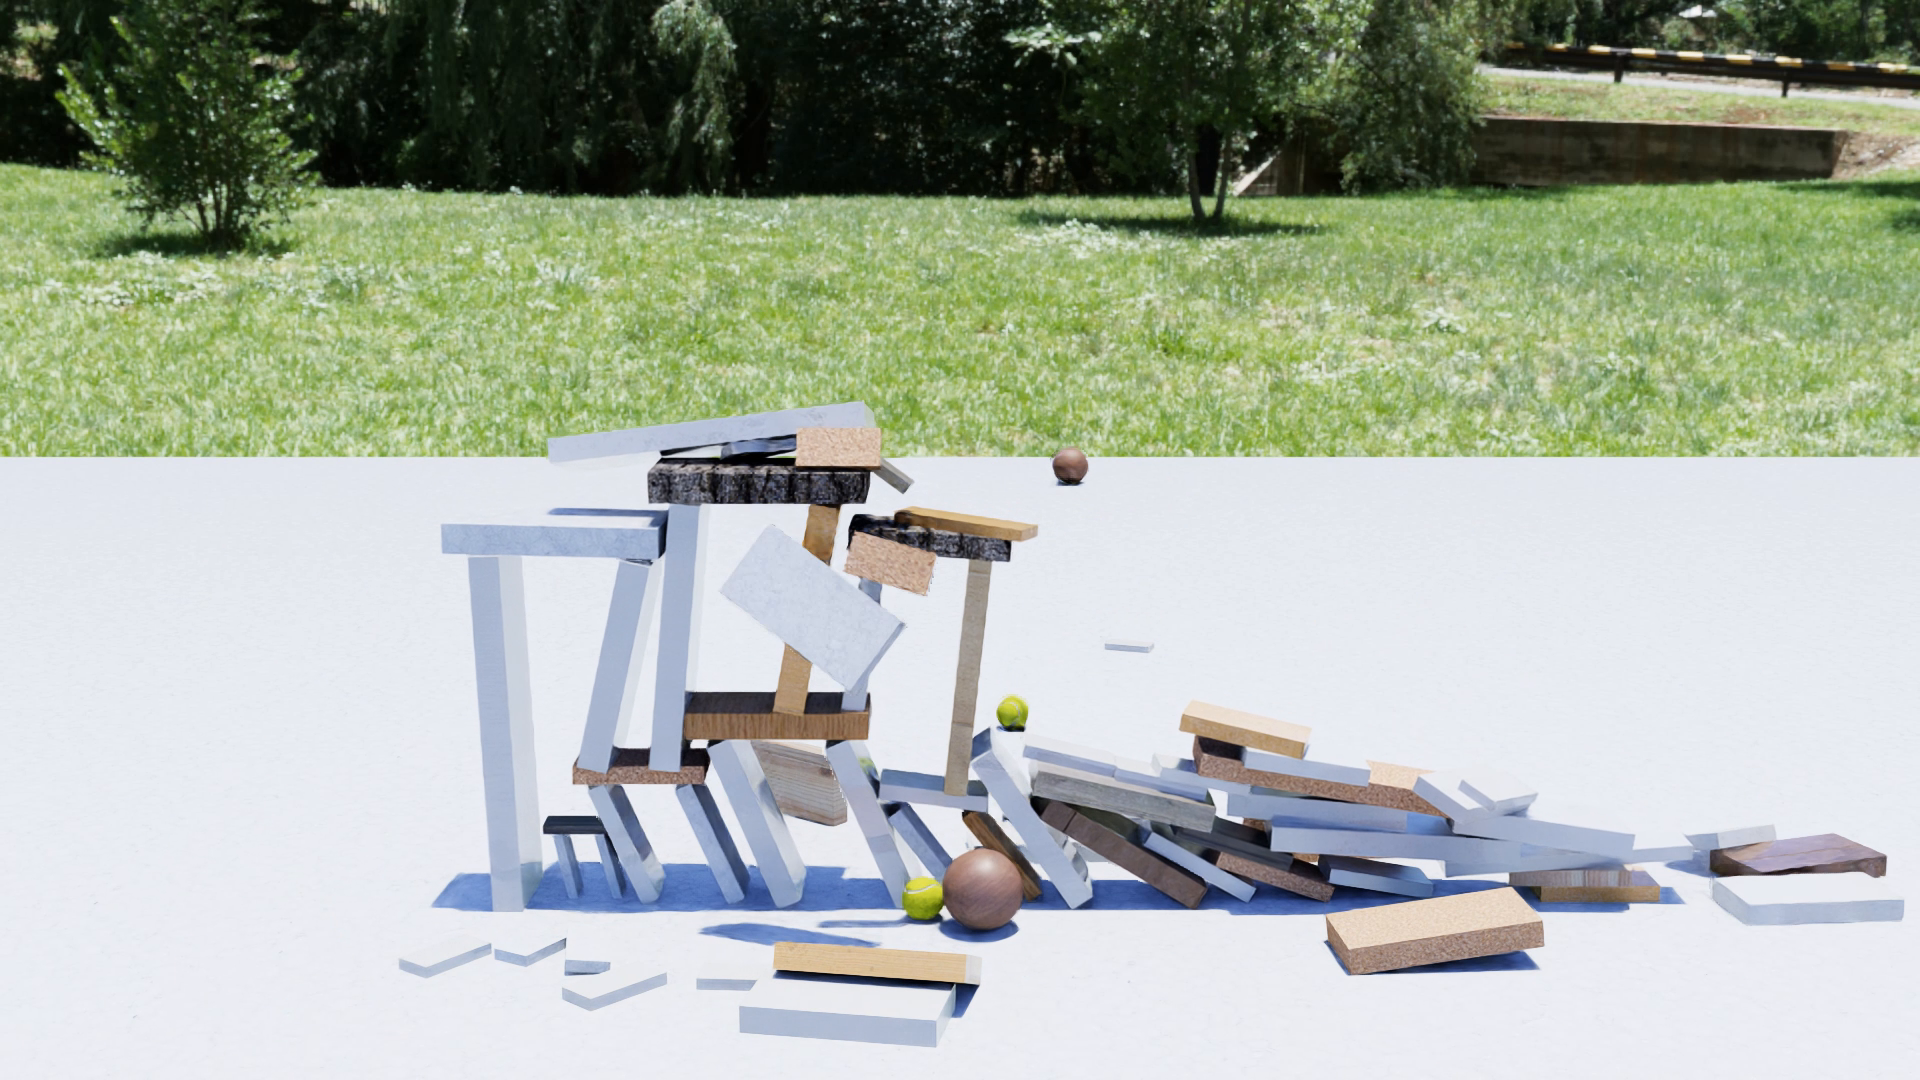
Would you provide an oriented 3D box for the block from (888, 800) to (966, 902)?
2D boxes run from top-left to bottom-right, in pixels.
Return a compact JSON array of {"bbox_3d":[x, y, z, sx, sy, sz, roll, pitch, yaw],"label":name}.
[{"bbox_3d":[-0.054,0.512,3.655,0.025,0.180,0.090,-36,8,6],"label":"block"}]

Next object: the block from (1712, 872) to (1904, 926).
[{"bbox_3d":[1.383,0.586,3.589,0.261,0.037,0.131,-1,11,-6],"label":"block"}]

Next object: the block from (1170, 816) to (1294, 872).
[{"bbox_3d":[0.447,0.493,3.649,0.199,0.028,0.099,18,10,-7],"label":"block"}]

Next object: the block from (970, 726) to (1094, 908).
[{"bbox_3d":[0.117,0.458,3.641,0.042,0.297,0.148,-34,9,6],"label":"block"}]

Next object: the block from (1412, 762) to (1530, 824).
[{"bbox_3d":[0.832,0.409,3.559,0.203,0.029,0.101,-2,29,-45],"label":"block"}]

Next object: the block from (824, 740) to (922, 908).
[{"bbox_3d":[-0.141,0.449,3.640,0.042,0.294,0.147,-23,10,4],"label":"block"}]

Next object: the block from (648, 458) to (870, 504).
[{"bbox_3d":[-0.320,-0.096,3.537,0.342,0.048,0.171,0,11,0],"label":"block"}]

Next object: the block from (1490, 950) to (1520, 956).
[{"bbox_3d":[0.814,0.613,3.478,0.087,0.025,0.175,-1,11,-5],"label":"block"}]

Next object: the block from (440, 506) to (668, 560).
[{"bbox_3d":[-0.644,-0.014,3.559,0.347,0.049,0.173,1,11,3],"label":"block"}]

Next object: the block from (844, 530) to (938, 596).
[{"bbox_3d":[-0.108,0.036,3.416,0.133,0.067,0.019,16,-4,-1],"label":"block"}]

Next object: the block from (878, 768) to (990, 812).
[{"bbox_3d":[-0.043,0.413,3.634,0.180,0.025,0.090,7,10,-1],"label":"block"}]

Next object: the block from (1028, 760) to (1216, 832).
[{"bbox_3d":[0.265,0.408,3.624,0.297,0.042,0.149,12,11,-3],"label":"block"}]

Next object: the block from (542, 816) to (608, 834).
[{"bbox_3d":[-0.633,0.473,3.650,0.110,0.016,0.055,0,11,-2],"label":"block"}]

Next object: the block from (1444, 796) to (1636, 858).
[{"bbox_3d":[0.946,0.461,3.627,0.292,0.041,0.146,8,11,-1],"label":"block"}]

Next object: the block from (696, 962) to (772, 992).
[{"bbox_3d":[-0.325,0.652,3.284,0.128,0.018,0.064,1,11,4],"label":"block"}]

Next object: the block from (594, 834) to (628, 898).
[{"bbox_3d":[-0.581,0.535,3.663,0.016,0.110,0.055,-14,10,3],"label":"block"}]

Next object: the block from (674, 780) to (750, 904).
[{"bbox_3d":[-0.409,0.489,3.647,0.030,0.212,0.106,-23,10,4],"label":"block"}]

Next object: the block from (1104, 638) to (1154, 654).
[{"bbox_3d":[0.416,0.260,5.402,0.112,0.016,0.056,4,11,20],"label":"block"}]

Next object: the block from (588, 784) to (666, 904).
[{"bbox_3d":[-0.552,0.489,3.648,0.030,0.212,0.106,-23,10,3],"label":"block"}]

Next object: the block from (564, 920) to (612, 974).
[{"bbox_3d":[-0.570,0.624,3.377,0.068,0.019,0.136,5,15,-10],"label":"block"}]

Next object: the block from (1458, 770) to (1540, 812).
[{"bbox_3d":[0.866,0.403,3.536,0.134,0.019,0.067,-2,29,-45],"label":"block"}]

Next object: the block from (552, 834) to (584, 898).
[{"bbox_3d":[-0.652,0.535,3.663,0.016,0.110,0.055,-12,10,2],"label":"block"}]

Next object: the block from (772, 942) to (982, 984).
[{"bbox_3d":[-0.119,0.623,3.239,0.284,0.040,0.142,2,-12,10],"label":"block"}]

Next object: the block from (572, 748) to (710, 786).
[{"bbox_3d":[-0.524,0.373,3.622,0.212,0.030,0.106,0,11,-1],"label":"block"}]

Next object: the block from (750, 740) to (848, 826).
[{"bbox_3d":[-0.321,0.443,4.105,0.262,0.131,0.037,8,13,38],"label":"block"}]

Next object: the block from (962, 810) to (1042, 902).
[{"bbox_3d":[0.068,0.511,3.654,0.025,0.180,0.090,-38,8,7],"label":"block"}]

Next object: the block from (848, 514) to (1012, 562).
[{"bbox_3d":[-0.047,-0.004,3.565,0.261,0.037,0.131,4,11,1],"label":"block"}]

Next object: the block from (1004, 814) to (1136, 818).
[{"bbox_3d":[0.231,0.484,4.014,0.299,0.042,0.149,0,-6,0],"label":"block"}]

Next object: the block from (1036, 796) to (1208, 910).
[{"bbox_3d":[0.266,0.497,3.647,0.297,0.042,0.149,31,9,-6],"label":"block"}]

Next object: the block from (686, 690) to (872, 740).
[{"bbox_3d":[-0.295,0.287,3.610,0.294,0.042,0.147,0,11,0],"label":"block"}]

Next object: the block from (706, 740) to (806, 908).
[{"bbox_3d":[-0.335,0.449,3.640,0.042,0.294,0.147,-22,10,4],"label":"block"}]

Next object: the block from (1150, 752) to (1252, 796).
[{"bbox_3d":[0.395,0.385,3.615,0.152,0.022,0.076,11,11,-8],"label":"block"}]

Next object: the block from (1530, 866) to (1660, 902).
[{"bbox_3d":[1.056,0.575,3.675,0.195,0.028,0.098,0,11,0],"label":"block"}]
